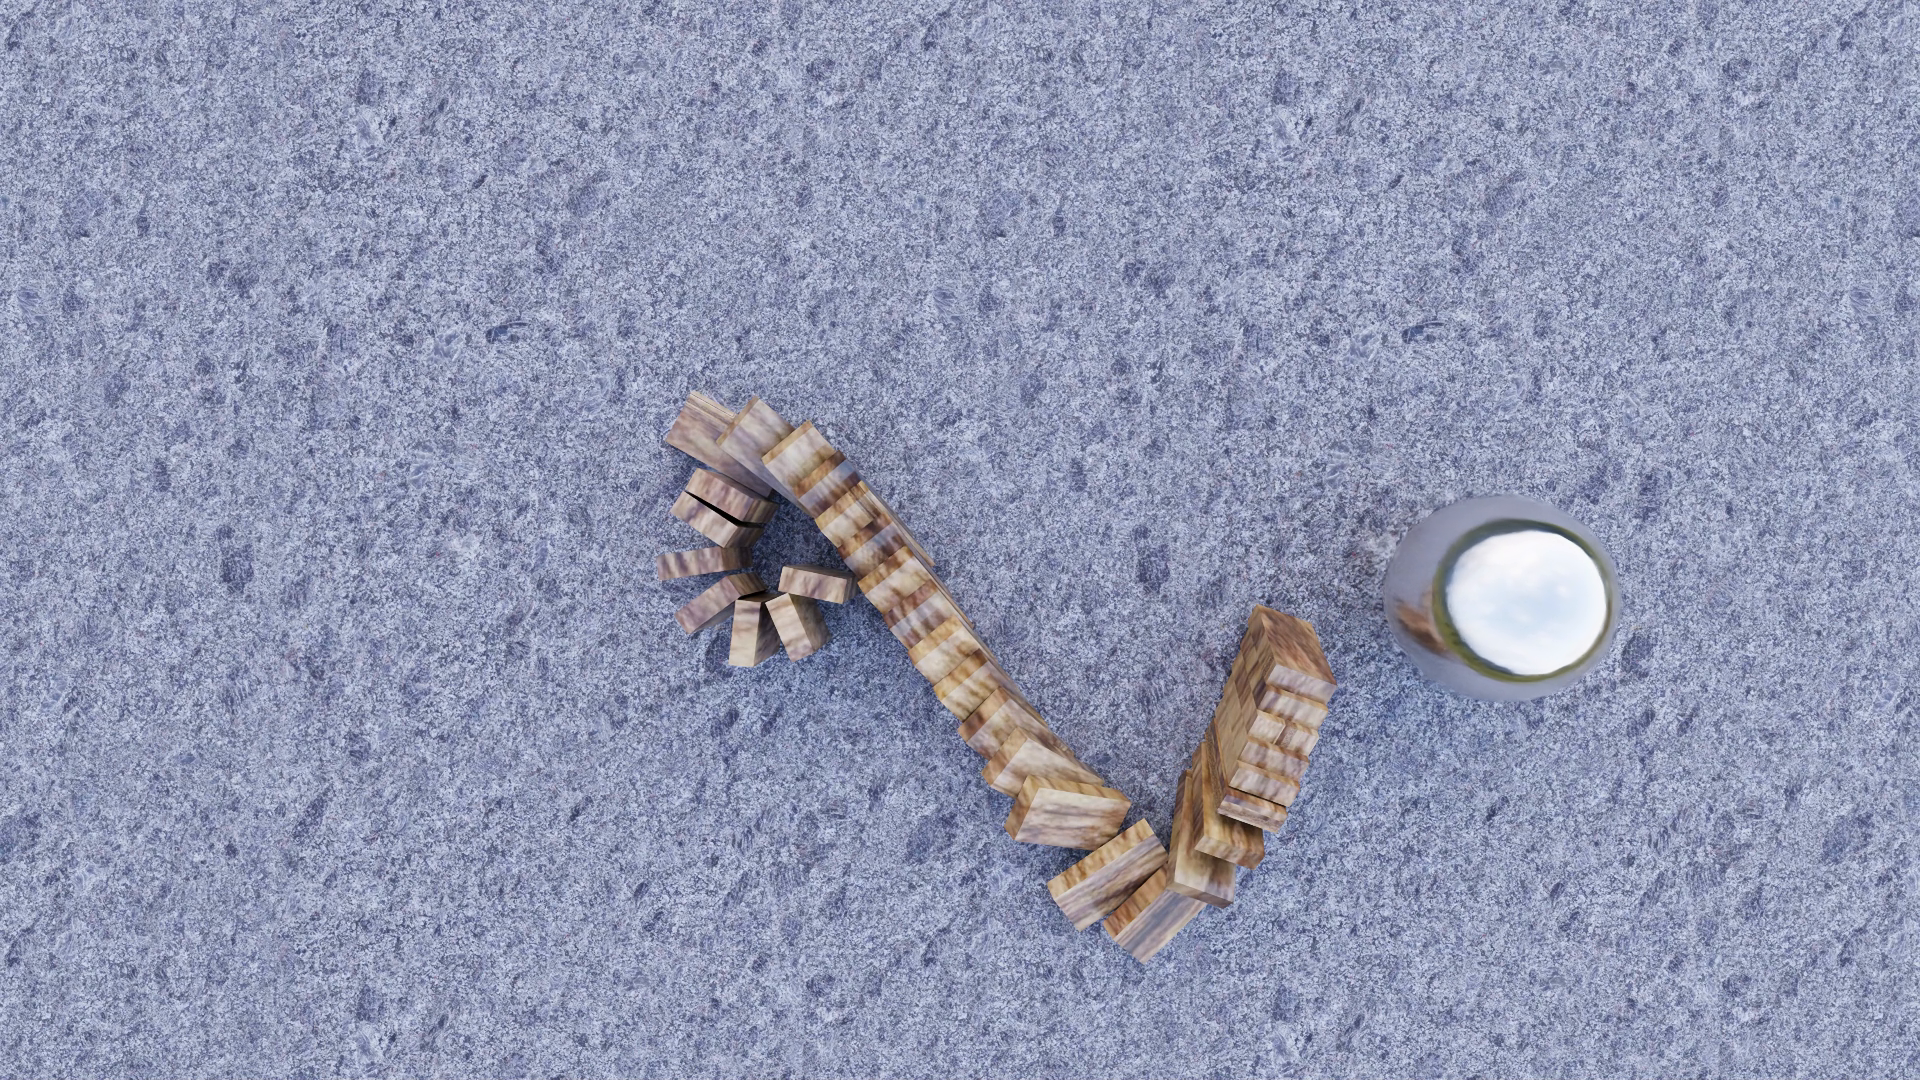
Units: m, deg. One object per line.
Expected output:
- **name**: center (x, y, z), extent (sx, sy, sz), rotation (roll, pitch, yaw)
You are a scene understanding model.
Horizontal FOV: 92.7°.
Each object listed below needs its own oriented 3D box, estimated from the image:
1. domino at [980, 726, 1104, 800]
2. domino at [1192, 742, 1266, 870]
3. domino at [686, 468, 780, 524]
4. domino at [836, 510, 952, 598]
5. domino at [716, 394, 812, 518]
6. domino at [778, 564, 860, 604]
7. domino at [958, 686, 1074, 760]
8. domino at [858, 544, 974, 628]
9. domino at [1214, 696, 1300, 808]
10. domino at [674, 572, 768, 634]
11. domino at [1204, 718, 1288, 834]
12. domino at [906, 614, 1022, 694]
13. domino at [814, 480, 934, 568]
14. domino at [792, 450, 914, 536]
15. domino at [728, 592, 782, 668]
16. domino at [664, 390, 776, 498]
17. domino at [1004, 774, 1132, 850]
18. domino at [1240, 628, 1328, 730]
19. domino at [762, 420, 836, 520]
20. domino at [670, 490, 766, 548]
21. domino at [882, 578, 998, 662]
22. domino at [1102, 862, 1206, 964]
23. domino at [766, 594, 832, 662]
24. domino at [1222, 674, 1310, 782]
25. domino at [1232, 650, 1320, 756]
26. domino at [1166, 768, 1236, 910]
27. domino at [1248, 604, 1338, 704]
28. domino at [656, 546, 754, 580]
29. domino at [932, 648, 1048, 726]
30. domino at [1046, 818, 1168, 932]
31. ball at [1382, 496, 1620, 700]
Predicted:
- **domino**: center (0.035, 0.099, 0.382), extent (0.050, 0.009, 0.025), rotation (35, 95, -32)
- **domino**: center (0.110, 0.108, 0.377), extent (0.025, 0.050, 0.009), rotation (20, 125, 0)
- **domino**: center (-0.092, -0.017, 0.375), extent (0.025, 0.050, 0.010), rotation (29, 90, 0)
- **domino**: center (-0.026, 0.014, 0.381), extent (0.025, 0.010, 0.050), rotation (-38, 128, -1)
- **domino**: center (-0.074, -0.034, 0.383), extent (0.050, 0.009, 0.025), rotation (40, 90, -30)
- **domino**: center (-0.056, 0.017, 0.375), extent (0.025, 0.050, 0.009), rotation (12, 90, 0)
- **domino**: center (0.024, 0.084, 0.382), extent (0.025, 0.009, 0.050), rotation (-46, 124, 0)
- **domino**: center (-0.018, 0.027, 0.381), extent (0.025, 0.010, 0.050), rotation (-38, 128, 0)
- **domino**: center (0.121, 0.085, 0.375), extent (0.025, 0.050, 0.009), rotation (20, 115, 0)
- **domino**: center (-0.097, 0.025, 0.375), extent (0.025, 0.050, 0.009), rotation (-36, 90, 0)
- **domino**: center (0.116, 0.095, 0.376), extent (0.025, 0.050, 0.009), rotation (20, 116, 0)
- **domino**: center (0.003, 0.056, 0.382), extent (0.025, 0.009, 0.050), rotation (-39, 125, 0)
- **domino**: center (-0.035, 0.001, 0.381), extent (0.025, 0.009, 0.050), rotation (-40, 128, 0)
- **domino**: center (-0.044, -0.011, 0.381), extent (0.025, 0.009, 0.050), rotation (-40, 128, 0)
- **domino**: center (-0.082, 0.036, 0.375), extent (0.010, 0.050, 0.025), rotation (7, 90, 0)
- **domino**: center (-0.098, -0.041, 0.395), extent (0.050, 0.010, 0.025), rotation (29, 90, 0)
- **domino**: center (0.045, 0.114, 0.381), extent (0.050, 0.010, 0.025), rotation (17, 101, -30)
- **domino**: center (0.132, 0.056, 0.375), extent (0.025, 0.050, 0.009), rotation (20, 115, 0)
- **domino**: center (-0.056, -0.023, 0.383), extent (0.025, 0.009, 0.050), rotation (-40, 122, 0)
- **domino**: center (-0.098, -0.008, 0.375), extent (0.025, 0.050, 0.009), rotation (34, 90, 0)
- **domino**: center (-0.008, 0.041, 0.381), extent (0.025, 0.009, 0.050), rotation (-38, 126, -1)
- **domino**: center (0.087, 0.155, 0.390), extent (0.050, 0.009, 0.025), rotation (-44, 118, 0)
- **domino**: center (-0.065, 0.034, 0.375), extent (0.009, 0.050, 0.025), rotation (-24, 90, 0)
- **domino**: center (0.124, 0.075, 0.375), extent (0.025, 0.050, 0.009), rotation (20, 115, 0)
- **domino**: center (0.128, 0.066, 0.375), extent (0.025, 0.050, 0.010), rotation (20, 115, 0)
- **domino**: center (0.102, 0.123, 0.381), extent (0.025, 0.010, 0.050), rotation (20, 51, 0)
- **domino**: center (0.135, 0.046, 0.375), extent (0.025, 0.050, 0.009), rotation (20, 115, 0)
- **domino**: center (-0.103, 0.009, 0.375), extent (0.025, 0.050, 0.010), rotation (-9, 90, 0)
- **domino**: center (0.013, 0.070, 0.382), extent (0.025, 0.009, 0.050), rotation (-40, 125, 0)
- **domino**: center (0.065, 0.143, 0.390), extent (0.050, 0.010, 0.025), rotation (-34, 118, 0)
- **ball**: center (0.210, 0.023, 0.360), extent (0.080, 0.080, 0.080), rotation (0, 90, 0)
